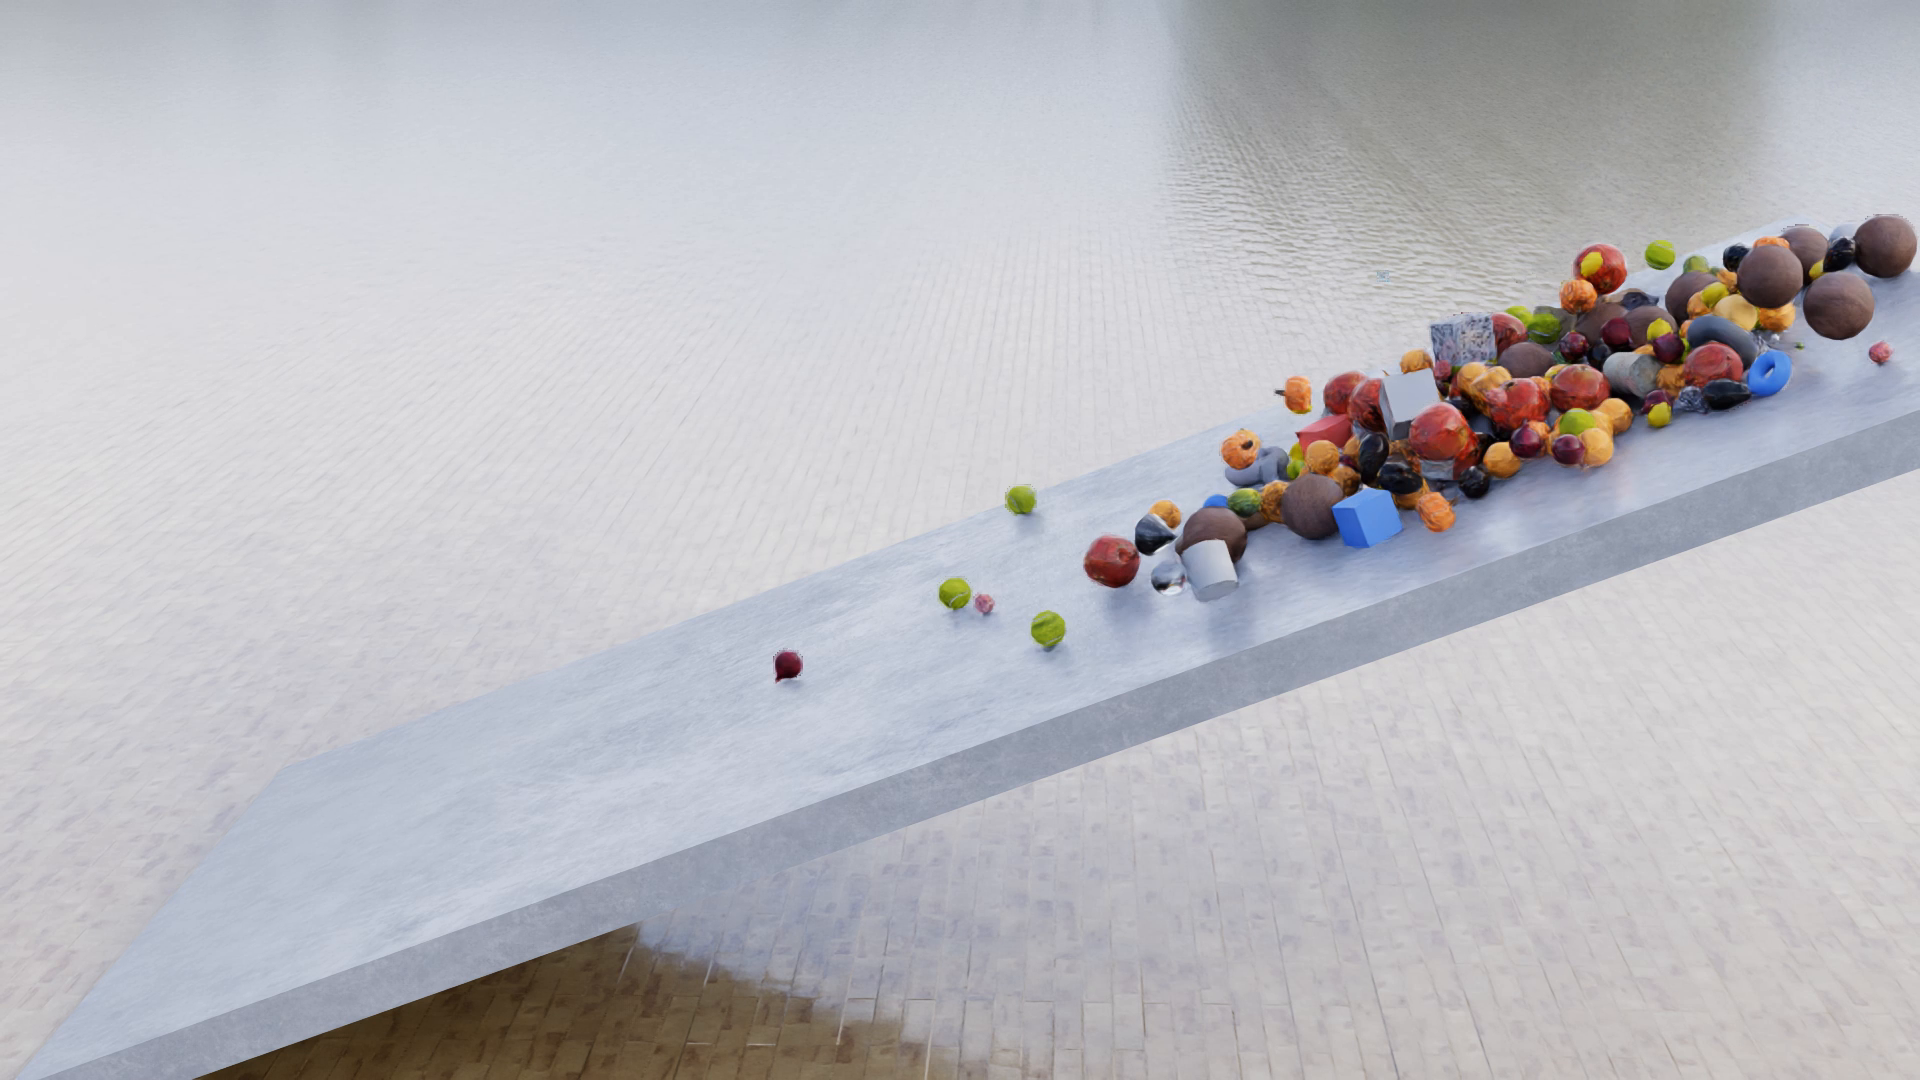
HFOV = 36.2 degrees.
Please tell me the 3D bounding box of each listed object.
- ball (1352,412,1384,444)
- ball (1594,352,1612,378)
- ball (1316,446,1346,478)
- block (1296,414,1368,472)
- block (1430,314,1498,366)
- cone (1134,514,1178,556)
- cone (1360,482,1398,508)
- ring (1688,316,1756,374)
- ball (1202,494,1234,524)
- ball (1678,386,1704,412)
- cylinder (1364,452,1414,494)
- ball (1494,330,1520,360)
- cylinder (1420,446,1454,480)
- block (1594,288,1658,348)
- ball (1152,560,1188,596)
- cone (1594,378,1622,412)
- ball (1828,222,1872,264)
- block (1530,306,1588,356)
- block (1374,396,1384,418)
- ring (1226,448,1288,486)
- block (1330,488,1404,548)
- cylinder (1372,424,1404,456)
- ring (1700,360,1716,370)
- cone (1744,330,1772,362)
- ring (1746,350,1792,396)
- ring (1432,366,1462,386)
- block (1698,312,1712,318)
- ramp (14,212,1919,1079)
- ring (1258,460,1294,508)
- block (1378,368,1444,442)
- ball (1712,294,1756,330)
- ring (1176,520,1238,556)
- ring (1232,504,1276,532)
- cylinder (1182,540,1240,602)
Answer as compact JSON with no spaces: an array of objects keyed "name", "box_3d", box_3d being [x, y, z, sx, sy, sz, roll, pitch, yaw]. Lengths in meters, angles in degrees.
[{"name":"ball","box_3d":[0.855,-0.236,6.167,0.067,0.067,0.067,0,13,0]},{"name":"ball","box_3d":[1.353,-0.364,6.148,0.058,0.058,0.058,0,13,0]},{"name":"ball","box_3d":[0.787,-0.167,6.241,0.067,0.067,0.067,0,13,0]},{"name":"block","box_3d":[0.802,-0.208,6.336,0.094,0.094,0.094,-28,13,-27]},{"name":"block","box_3d":[1.097,-0.434,6.407,0.096,0.096,0.096,-15,10,-26]},{"name":"cone","box_3d":[0.411,-0.007,5.911,0.087,0.087,0.087,-9,9,-33]},{"name":"cone","box_3d":[0.829,-0.070,5.807,0.077,0.077,0.077,6,14,3]},{"name":"ring","box_3d":[1.487,-0.382,5.741,0.145,0.145,0.048,16,62,50]},{"name":"ball","box_3d":[0.544,-0.064,6.212,0.065,0.065,0.065,0,13,0]},{"name":"ball","box_3d":[1.407,-0.273,5.657,0.050,0.050,0.050,0,13,0]},{"name":"cylinder","box_3d":[0.865,-0.131,5.927,0.073,0.073,0.073,-24,20,-13]},{"name":"ball","box_3d":[1.236,-0.443,6.683,0.070,0.070,0.070,0,13,0]},{"name":"cylinder","box_3d":[0.915,-0.147,5.637,0.060,0.060,0.060,4,14,12]},{"name":"block","box_3d":[1.454,-0.486,6.426,0.096,0.096,0.096,-21,12,1]},{"name":"ball","box_3d":[0.413,0.075,5.796,0.073,0.073,0.073,0,13,0]},{"name":"cone","box_3d":[1.309,-0.286,5.908,0.065,0.065,0.065,3,-22,1]},{"name":"ball","box_3d":[1.909,-0.636,6.312,0.090,0.090,0.090,0,13,0]},{"name":"block","box_3d":[1.308,-0.458,6.425,0.095,0.095,0.095,9,4,25]},{"name":"block","box_3d":[0.974,-0.301,6.496,0.071,0.071,0.071,-17,12,37]},{"name":"ring","box_3d":[0.657,-0.163,6.501,0.146,0.049,0.146,-20,13,5]},{"name":"block","box_3d":[0.780,-0.041,5.637,0.084,0.084,0.084,-27,13,-22]},{"name":"cylinder","box_3d":[0.900,-0.210,6.207,0.052,0.052,0.052,-34,27,20]},{"name":"ring","box_3d":[1.532,-0.373,5.918,0.094,0.031,0.094,-32,12,7]},{"name":"cone","box_3d":[1.556,-0.361,5.830,0.078,0.078,0.078,39,-6,5]},{"name":"ring","box_3d":[1.534,-0.315,5.575,0.032,0.097,0.097,31,-1,-26]},{"name":"ring","box_3d":[1.103,-0.374,6.710,0.087,0.029,0.087,-20,13,5]},{"name":"block","box_3d":[1.559,-0.424,5.997,0.079,0.079,0.079,-19,12,10]},{"name":"ramp","box_3d":[0.119,0.175,6.294,4.000,0.100,2.000,-20,12,7]},{"name":"ring","box_3d":[0.661,-0.118,6.134,0.038,0.114,0.114,-30,5,18]},{"name":"block","box_3d":[0.906,-0.271,5.915,0.100,0.100,0.100,-12,-20,-2]},{"name":"ball","box_3d":[1.555,-0.449,5.905,0.087,0.087,0.087,0,13,0]},{"name":"ring","box_3d":[0.505,-0.004,6.026,0.137,0.046,0.137,-21,3,1]},{"name":"ring","box_3d":[0.610,-0.046,6.094,0.098,0.033,0.098,-20,11,4]},{"name":"cylinder","box_3d":[0.471,0.057,5.537,0.087,0.087,0.087,-14,-23,-6]}]
